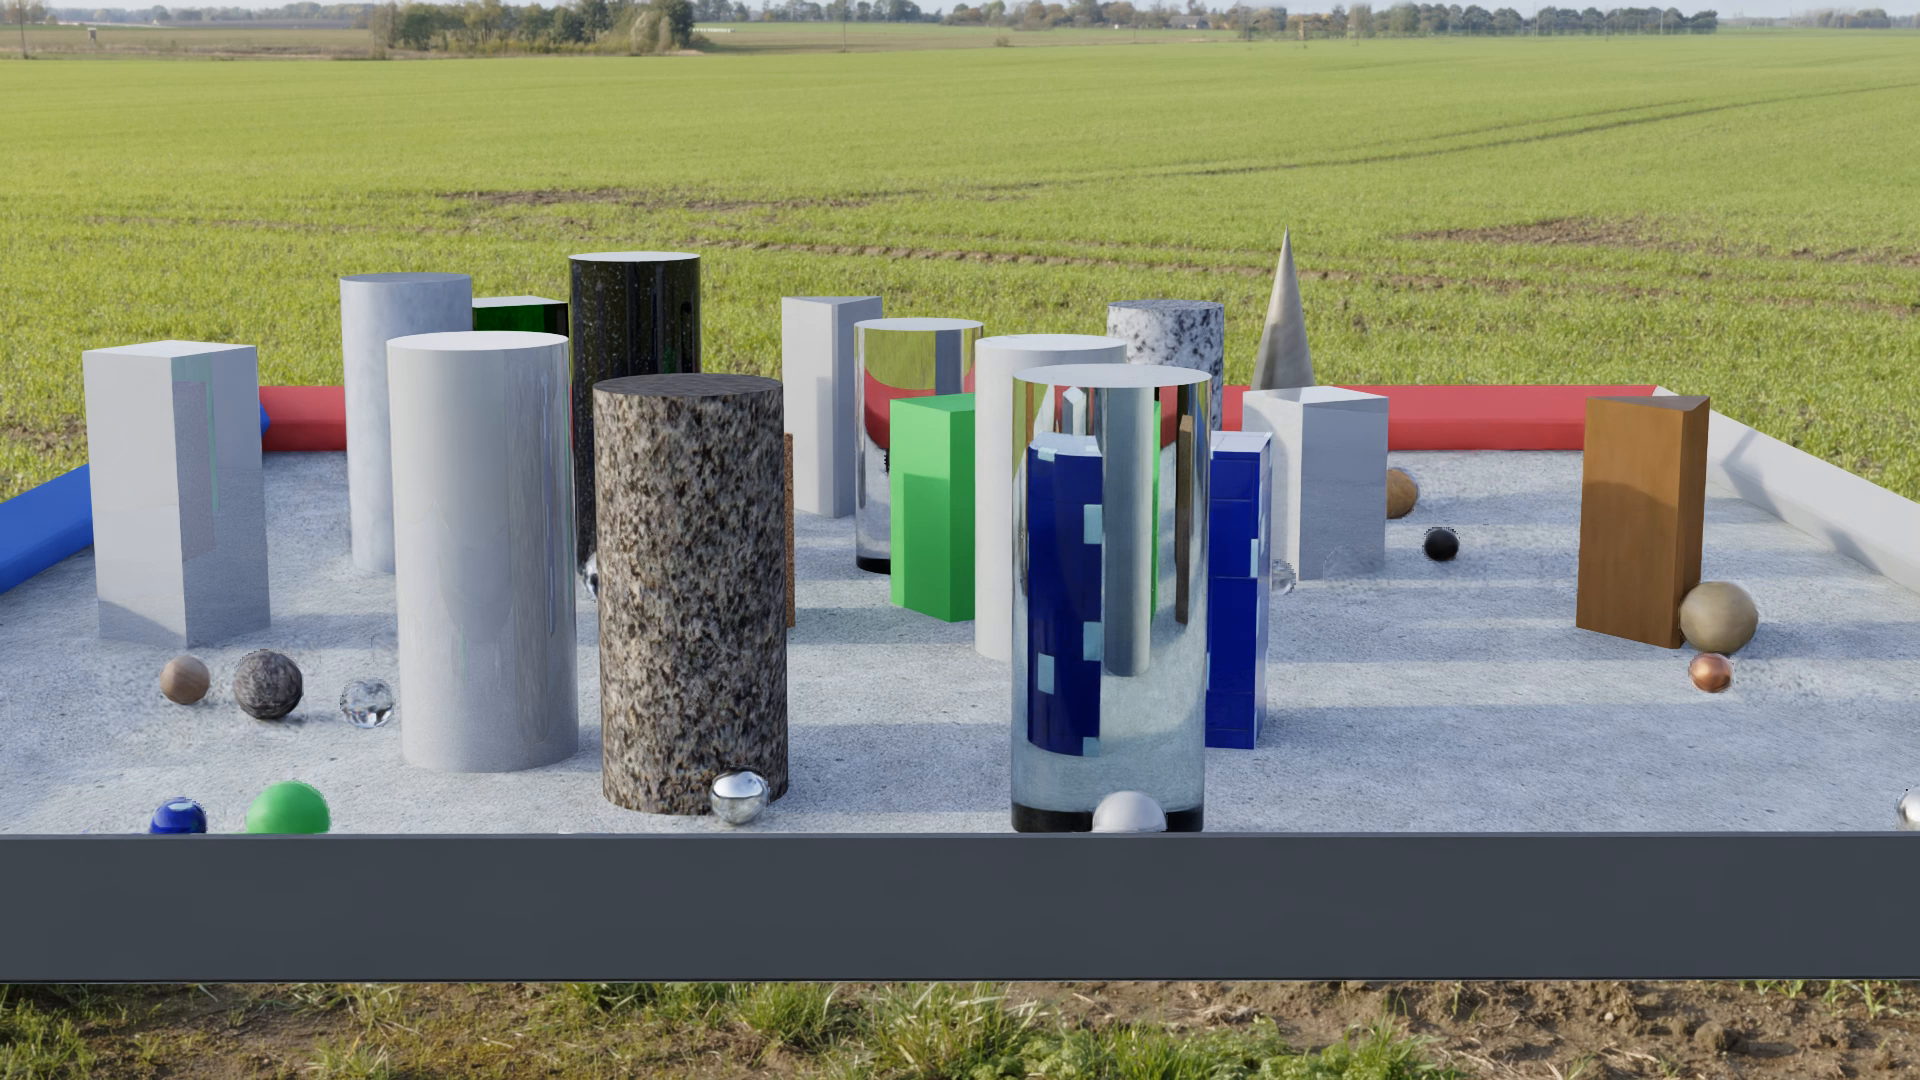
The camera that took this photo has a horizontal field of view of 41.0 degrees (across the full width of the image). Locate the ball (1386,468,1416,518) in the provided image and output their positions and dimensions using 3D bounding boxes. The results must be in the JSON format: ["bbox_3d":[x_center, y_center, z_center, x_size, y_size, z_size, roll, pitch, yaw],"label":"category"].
[{"bbox_3d":[0.694,-0.075,4.132,0.081,0.081,0.081,0,11,0],"label":"ball"}]

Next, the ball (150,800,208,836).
[{"bbox_3d":[-0.726,0.267,2.382,0.051,0.051,0.051,0,11,0],"label":"ball"}]

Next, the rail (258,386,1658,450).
[{"bbox_3d":[-0.008,-0.227,4.831,2.658,0.121,0.045,0,11,0],"label":"rail"}]

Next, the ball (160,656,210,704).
[{"bbox_3d":[-0.888,0.161,2.940,0.056,0.056,0.056,0,11,0],"label":"ball"}]

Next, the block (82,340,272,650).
[{"bbox_3d":[-0.999,-0.061,3.280,0.150,0.368,0.150,6,12,28],"label":"block"}]

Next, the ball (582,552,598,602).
[{"bbox_3d":[-0.470,0.049,3.472,0.080,0.080,0.080,0,11,0],"label":"ball"}]

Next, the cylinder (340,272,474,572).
[{"bbox_3d":[-0.802,-0.175,3.751,0.187,0.418,0.187,0,11,0],"label":"cylinder"}]

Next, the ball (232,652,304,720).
[{"bbox_3d":[-0.774,0.163,2.871,0.076,0.076,0.076,0,11,0],"label":"ball"}]

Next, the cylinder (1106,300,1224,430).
[{"bbox_3d":[0.328,-0.206,4.122,0.187,0.344,0.187,0,11,0],"label":"cylinder"}]

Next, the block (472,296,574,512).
[{"bbox_3d":[-0.709,-0.195,4.024,0.150,0.358,0.150,-7,12,-31],"label":"block"}]

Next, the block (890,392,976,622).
[{"bbox_3d":[0.009,-0.047,3.448,0.150,0.279,0.150,-7,13,-32],"label":"block"}]

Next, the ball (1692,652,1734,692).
[{"bbox_3d":[0.878,0.155,2.995,0.047,0.047,0.047,0,11,0],"label":"ball"}]

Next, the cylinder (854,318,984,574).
[{"bbox_3d":[-0.059,-0.139,3.735,0.187,0.353,0.187,0,11,0],"label":"cylinder"}]

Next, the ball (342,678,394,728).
[{"bbox_3d":[-0.654,0.181,2.834,0.055,0.055,0.055,0,11,0],"label":"ball"}]

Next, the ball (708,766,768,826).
[{"bbox_3d":[-0.214,0.247,2.477,0.057,0.057,0.057,0,11,0],"label":"ball"}]

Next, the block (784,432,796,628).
[{"bbox_3d":[-0.321,-0.013,3.330,0.150,0.254,0.150,-9,14,-41],"label":"block"}]

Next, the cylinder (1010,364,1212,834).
[{"bbox_3d":[0.143,0.060,2.447,0.187,0.436,0.187,0,11,0],"label":"cylinder"}]

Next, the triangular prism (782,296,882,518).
[{"bbox_3d":[-0.187,-0.224,4.211,0.140,0.345,0.162,-7,13,-34],"label":"triangular prism"}]

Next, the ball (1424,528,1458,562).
[{"bbox_3d":[0.709,0.008,3.777,0.049,0.049,0.049,0,11,0],"label":"ball"}]

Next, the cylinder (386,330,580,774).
[{"bbox_3d":[-0.501,0.008,2.709,0.187,0.440,0.187,0,11,0],"label":"cylinder"}]

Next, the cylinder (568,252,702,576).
[{"bbox_3d":[-0.462,-0.180,3.683,0.187,0.453,0.187,0,11,0],"label":"cylinder"}]

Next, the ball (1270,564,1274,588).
[{"bbox_3d":[0.390,0.050,3.490,0.073,0.073,0.073,0,11,0],"label":"ball"}]

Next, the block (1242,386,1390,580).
[{"bbox_3d":[0.512,-0.085,3.718,0.150,0.254,0.150,-6,12,-27],"label":"block"}]

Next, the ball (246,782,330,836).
[{"bbox_3d":[-0.618,0.260,2.358,0.074,0.074,0.074,0,11,0],"label":"ball"}]

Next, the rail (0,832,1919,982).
[{"bbox_3d":[0.008,0.289,2.068,2.658,0.121,0.045,0,11,0],"label":"rail"}]

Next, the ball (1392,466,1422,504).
[{"bbox_3d":[0.719,-0.084,4.205,0.073,0.073,0.073,0,11,0],"label":"ball"}]

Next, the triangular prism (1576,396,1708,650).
[{"bbox_3d":[0.908,-0.031,3.297,0.140,0.301,0.162,-7,13,-35],"label":"triangular prism"}]

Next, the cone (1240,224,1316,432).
[{"bbox_3d":[0.532,-0.286,4.214,0.187,0.466,0.187,0,11,0],"label":"cone"}]

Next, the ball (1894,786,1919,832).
[{"bbox_3d":[0.903,0.260,2.381,0.066,0.066,0.066,0,11,0],"label":"ball"}]

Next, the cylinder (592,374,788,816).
[{"bbox_3d":[-0.268,0.050,2.563,0.187,0.413,0.187,0,11,0],"label":"cylinder"}]

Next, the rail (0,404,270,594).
[{"bbox_3d":[-1.305,0.033,3.442,0.045,0.121,2.857,0,11,0],"label":"rail"}]

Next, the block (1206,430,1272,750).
[{"bbox_3d":[0.257,0.050,2.807,0.150,0.322,0.150,2,11,12],"label":"block"}]

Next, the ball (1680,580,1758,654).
[{"bbox_3d":[0.941,0.096,3.184,0.094,0.094,0.094,0,11,0],"label":"ball"}]

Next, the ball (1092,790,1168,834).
[{"bbox_3d":[0.155,0.264,2.353,0.069,0.069,0.069,0,11,0],"label":"ball"}]

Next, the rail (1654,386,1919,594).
[{"bbox_3d":[1.305,0.030,3.457,0.045,0.121,2.857,0,11,0],"label":"rail"}]

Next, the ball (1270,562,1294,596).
[{"bbox_3d":[0.436,0.054,3.536,0.047,0.047,0.047,0,11,0],"label":"ball"}]

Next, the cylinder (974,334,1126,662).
[{"bbox_3d":[0.112,-0.054,3.190,0.187,0.386,0.187,0,11,0],"label":"cylinder"}]
